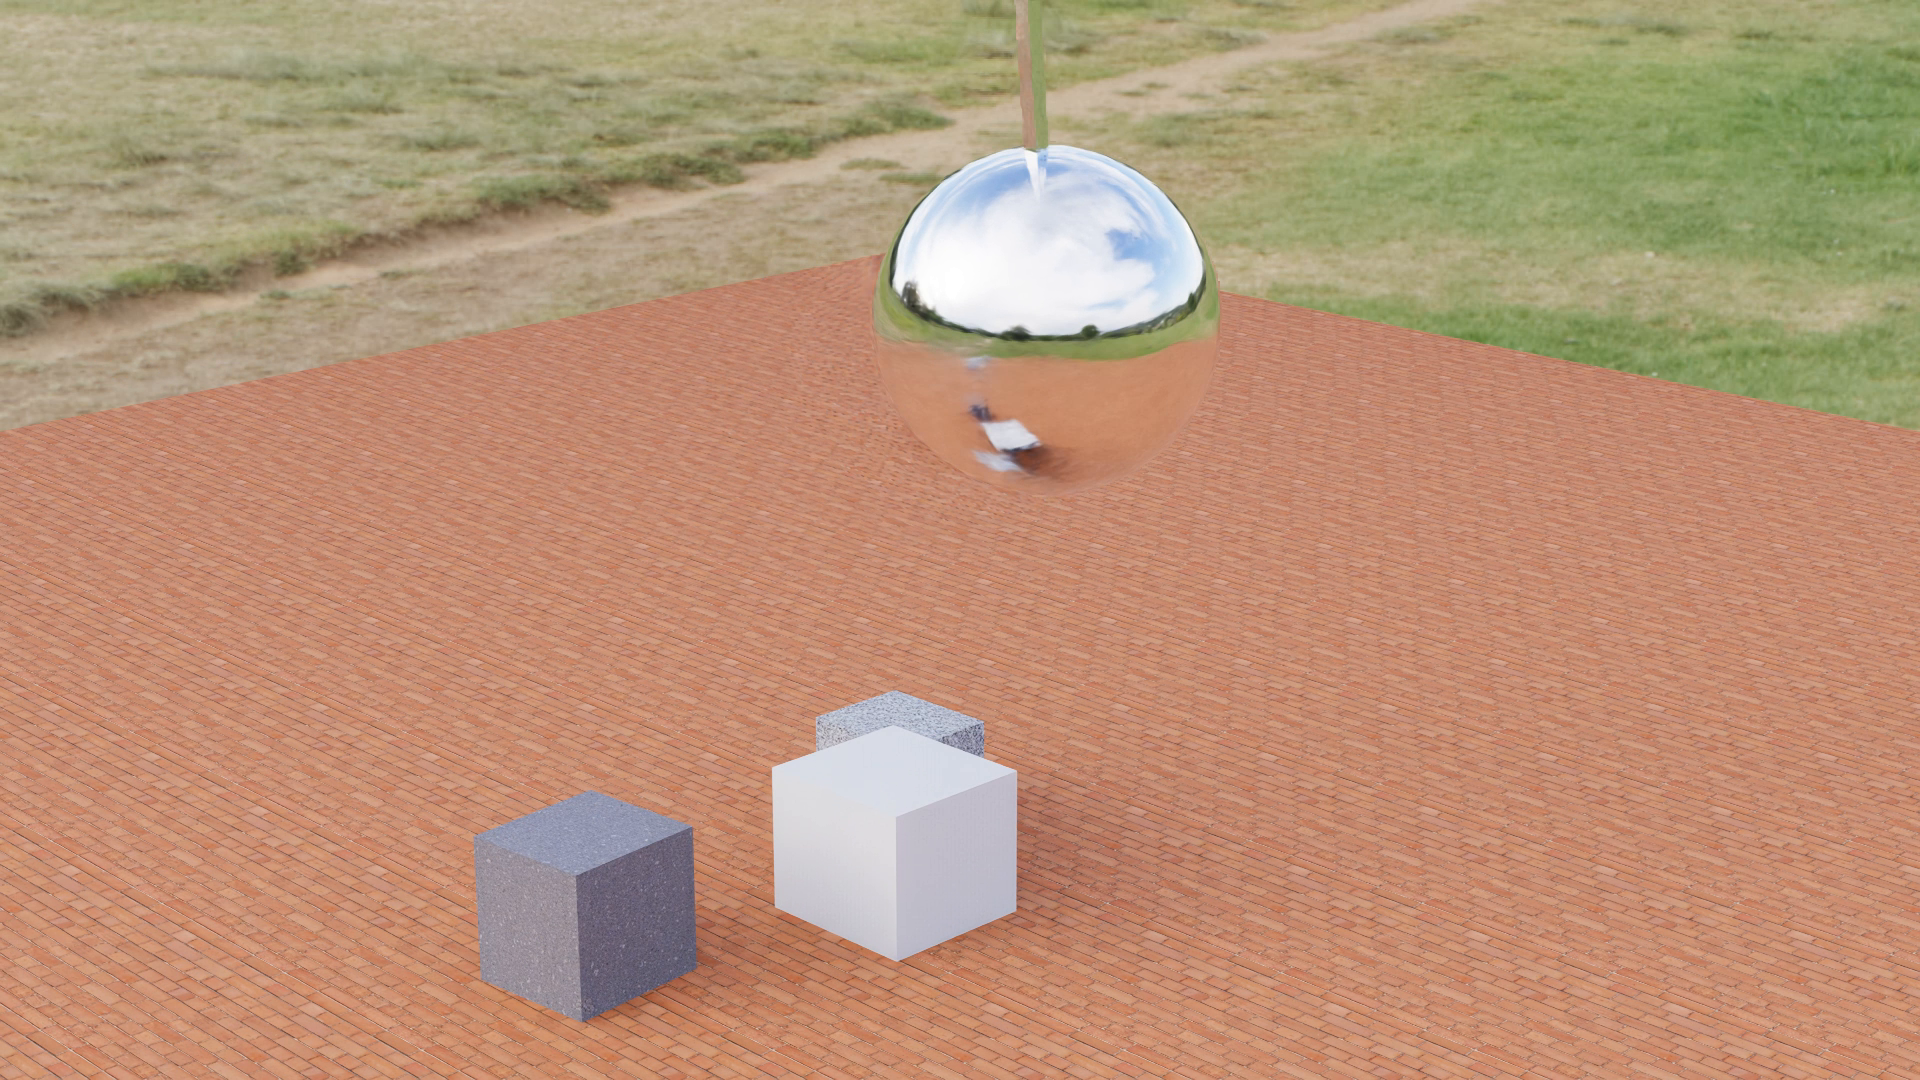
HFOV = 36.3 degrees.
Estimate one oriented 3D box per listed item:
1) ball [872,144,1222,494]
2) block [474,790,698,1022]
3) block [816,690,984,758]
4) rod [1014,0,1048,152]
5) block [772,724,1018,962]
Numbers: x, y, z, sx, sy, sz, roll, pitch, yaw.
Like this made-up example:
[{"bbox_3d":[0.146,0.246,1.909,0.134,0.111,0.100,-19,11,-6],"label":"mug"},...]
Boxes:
[{"bbox_3d":[0.394,-1.010,13.438,1.600,1.600,1.600,0,17,0],"label":"ball"},{"bbox_3d":[-1.576,1.533,12.372,0.624,0.657,0.666,14,22,38],"label":"block"},{"bbox_3d":[-0.285,1.099,13.981,0.523,0.519,0.610,-17,24,-42],"label":"block"},{"bbox_3d":[0.171,-4.172,12.210,0.080,5.200,0.080,17,29,42],"label":"rod"},{"bbox_3d":[-0.288,1.328,12.998,0.737,0.672,0.790,-17,24,-42],"label":"block"}]
